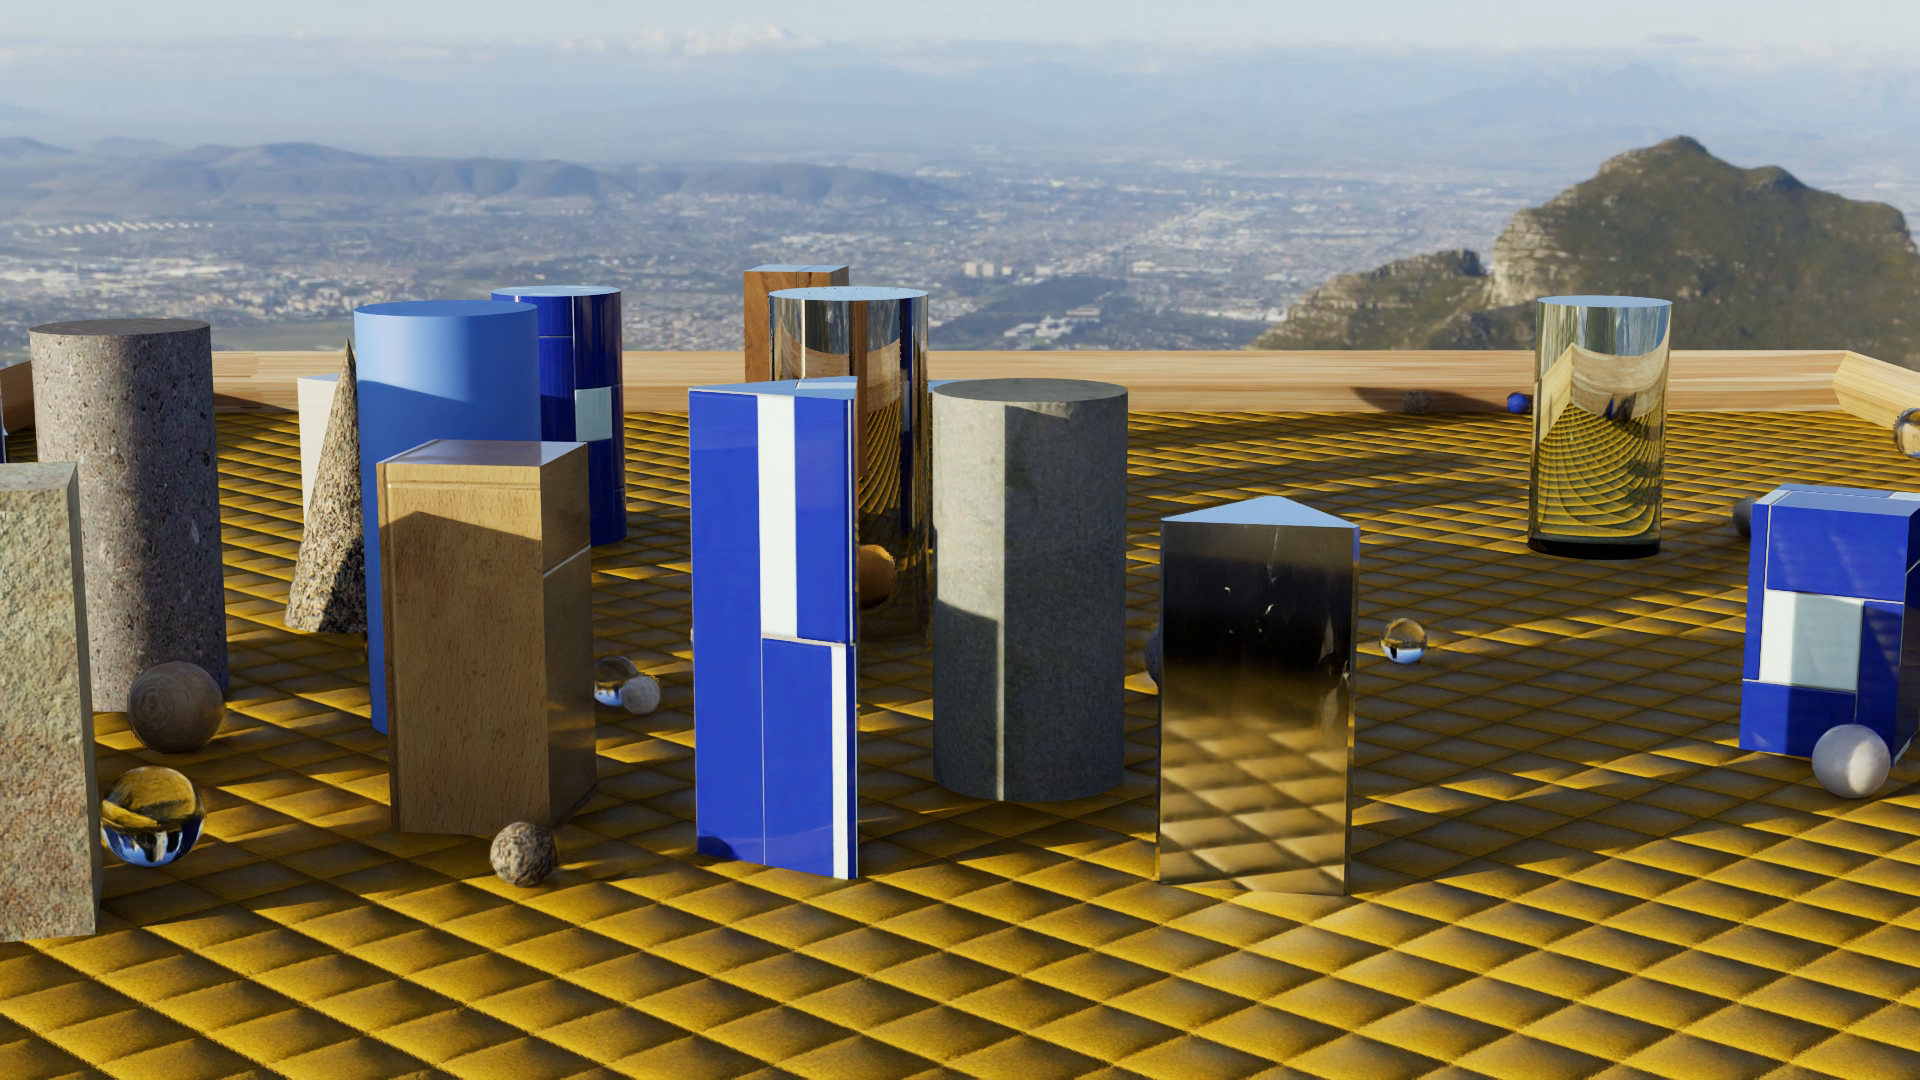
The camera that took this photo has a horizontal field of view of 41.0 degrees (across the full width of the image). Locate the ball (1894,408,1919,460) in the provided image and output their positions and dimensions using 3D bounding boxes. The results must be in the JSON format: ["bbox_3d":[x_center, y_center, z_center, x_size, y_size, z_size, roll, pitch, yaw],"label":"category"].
[{"bbox_3d":[1.798,-0.199,4.797,0.096,0.096,0.096,0,10,0],"label":"ball"}]

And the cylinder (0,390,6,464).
[{"bbox_3d":[-1.044,0.024,2.542,0.198,0.480,0.198,0,10,0],"label":"cylinder"}]

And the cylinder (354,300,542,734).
[{"bbox_3d":[-0.563,-0.026,2.855,0.198,0.464,0.198,0,10,0],"label":"cylinder"}]

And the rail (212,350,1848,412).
[{"bbox_3d":[-0.012,-0.333,5.424,3.796,0.129,0.045,0,10,0],"label":"rail"}]

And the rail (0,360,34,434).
[{"bbox_3d":[-1.874,0.035,3.438,0.045,0.129,4.066,0,10,0],"label":"rail"}]

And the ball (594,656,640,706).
[{"bbox_3d":[-0.397,0.162,2.950,0.059,0.059,0.059,0,10,0],"label":"ball"}]

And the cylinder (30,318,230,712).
[{"bbox_3d":[-0.964,-0.033,2.985,0.198,0.430,0.198,0,10,0],"label":"cylinder"}]

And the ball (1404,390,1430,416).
[{"bbox_3d":[0.964,-0.290,5.407,0.053,0.053,0.053,0,10,0],"label":"ball"}]

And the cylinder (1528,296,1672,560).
[{"bbox_3d":[0.968,-0.173,3.888,0.198,0.377,0.198,0,10,0],"label":"cylinder"}]

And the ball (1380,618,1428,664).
[{"bbox_3d":[0.546,0.125,3.157,0.056,0.056,0.056,0,10,0],"label":"ball"}]

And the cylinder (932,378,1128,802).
[{"bbox_3d":[0.071,0.046,2.629,0.198,0.403,0.198,0,10,0],"label":"cylinder"}]

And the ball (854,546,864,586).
[{"bbox_3d":[-0.177,0.037,3.552,0.085,0.085,0.085,0,10,0],"label":"ball"}]

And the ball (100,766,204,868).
[{"bbox_3d":[-0.743,0.254,2.359,0.093,0.093,0.093,0,10,0],"label":"ball"}]

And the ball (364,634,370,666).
[{"bbox_3d":[-0.671,0.129,3.068,0.081,0.081,0.081,0,10,0],"label":"ball"}]

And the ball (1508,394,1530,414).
[{"bbox_3d":[1.180,-0.288,5.417,0.045,0.045,0.045,0,10,0],"label":"ball"}]

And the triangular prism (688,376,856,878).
[{"bbox_3d":[-0.136,0.073,2.391,0.171,0.438,0.148,6,12,28],"label":"triangular prism"}]

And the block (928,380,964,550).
[{"bbox_3d":[-0.030,-0.119,3.967,0.158,0.240,0.158,-1,11,-8],"label":"block"}]

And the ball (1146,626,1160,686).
[{"bbox_3d":[0.264,0.135,2.991,0.096,0.096,0.096,0,10,0],"label":"ball"}]

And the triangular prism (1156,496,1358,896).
[{"bbox_3d":[0.276,0.136,2.338,0.171,0.333,0.148,2,11,12],"label":"triangular prism"}]

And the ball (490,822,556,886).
[{"bbox_3d":[-0.392,0.282,2.304,0.058,0.058,0.058,0,10,0],"label":"ball"}]

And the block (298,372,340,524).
[{"bbox_3d":[-0.829,-0.091,3.682,0.158,0.289,0.158,7,13,34],"label":"block"}]

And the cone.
[{"bbox_3d":[-0.802,-0.082,3.394,0.198,0.376,0.198,0,10,0],"label":"cone"}]

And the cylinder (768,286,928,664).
[{"bbox_3d":[-0.138,-0.086,3.222,0.198,0.447,0.198,0,10,0],"label":"cylinder"}]

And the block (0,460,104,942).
[{"bbox_3d":[-0.832,0.136,2.197,0.158,0.383,0.158,-3,11,-15],"label":"block"}]

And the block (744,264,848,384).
[{"bbox_3d":[-0.296,-0.315,4.690,0.158,0.363,0.158,2,11,10],"label":"block"}]

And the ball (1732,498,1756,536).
[{"bbox_3d":[1.239,-0.036,4.018,0.058,0.058,0.058,0,10,0],"label":"ball"}]

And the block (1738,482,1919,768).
[{"bbox_3d":[0.948,0.088,2.775,0.158,0.268,0.158,6,12,29],"label":"block"}]

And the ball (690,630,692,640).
[{"bbox_3d":[-0.293,0.117,3.151,0.075,0.075,0.075,0,10,0],"label":"ball"}]

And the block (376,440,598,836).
[{"bbox_3d":[-0.458,0.092,2.504,0.158,0.359,0.158,1,11,8],"label":"block"}]

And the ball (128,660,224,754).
[{"bbox_3d":[-0.840,0.179,2.748,0.099,0.099,0.099,0,10,0],"label":"ball"}]

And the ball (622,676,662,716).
[{"bbox_3d":[-0.362,0.176,2.912,0.045,0.045,0.045,0,10,0],"label":"ball"}]

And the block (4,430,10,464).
[{"bbox_3d":[-1.203,0.022,3.028,0.158,0.306,0.158,-5,11,-23],"label":"block"}]

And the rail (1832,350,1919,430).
[{"bbox_3d":[1.874,0.031,3.459,0.045,0.129,4.066,0,10,0],"label":"rail"}]

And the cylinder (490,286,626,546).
[{"bbox_3d":[-0.621,-0.194,3.980,0.198,0.385,0.198,0,10,0],"label":"cylinder"}]

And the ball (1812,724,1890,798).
[{"bbox_3d":[0.897,0.222,2.582,0.075,0.075,0.075,0,10,0],"label":"ball"}]
